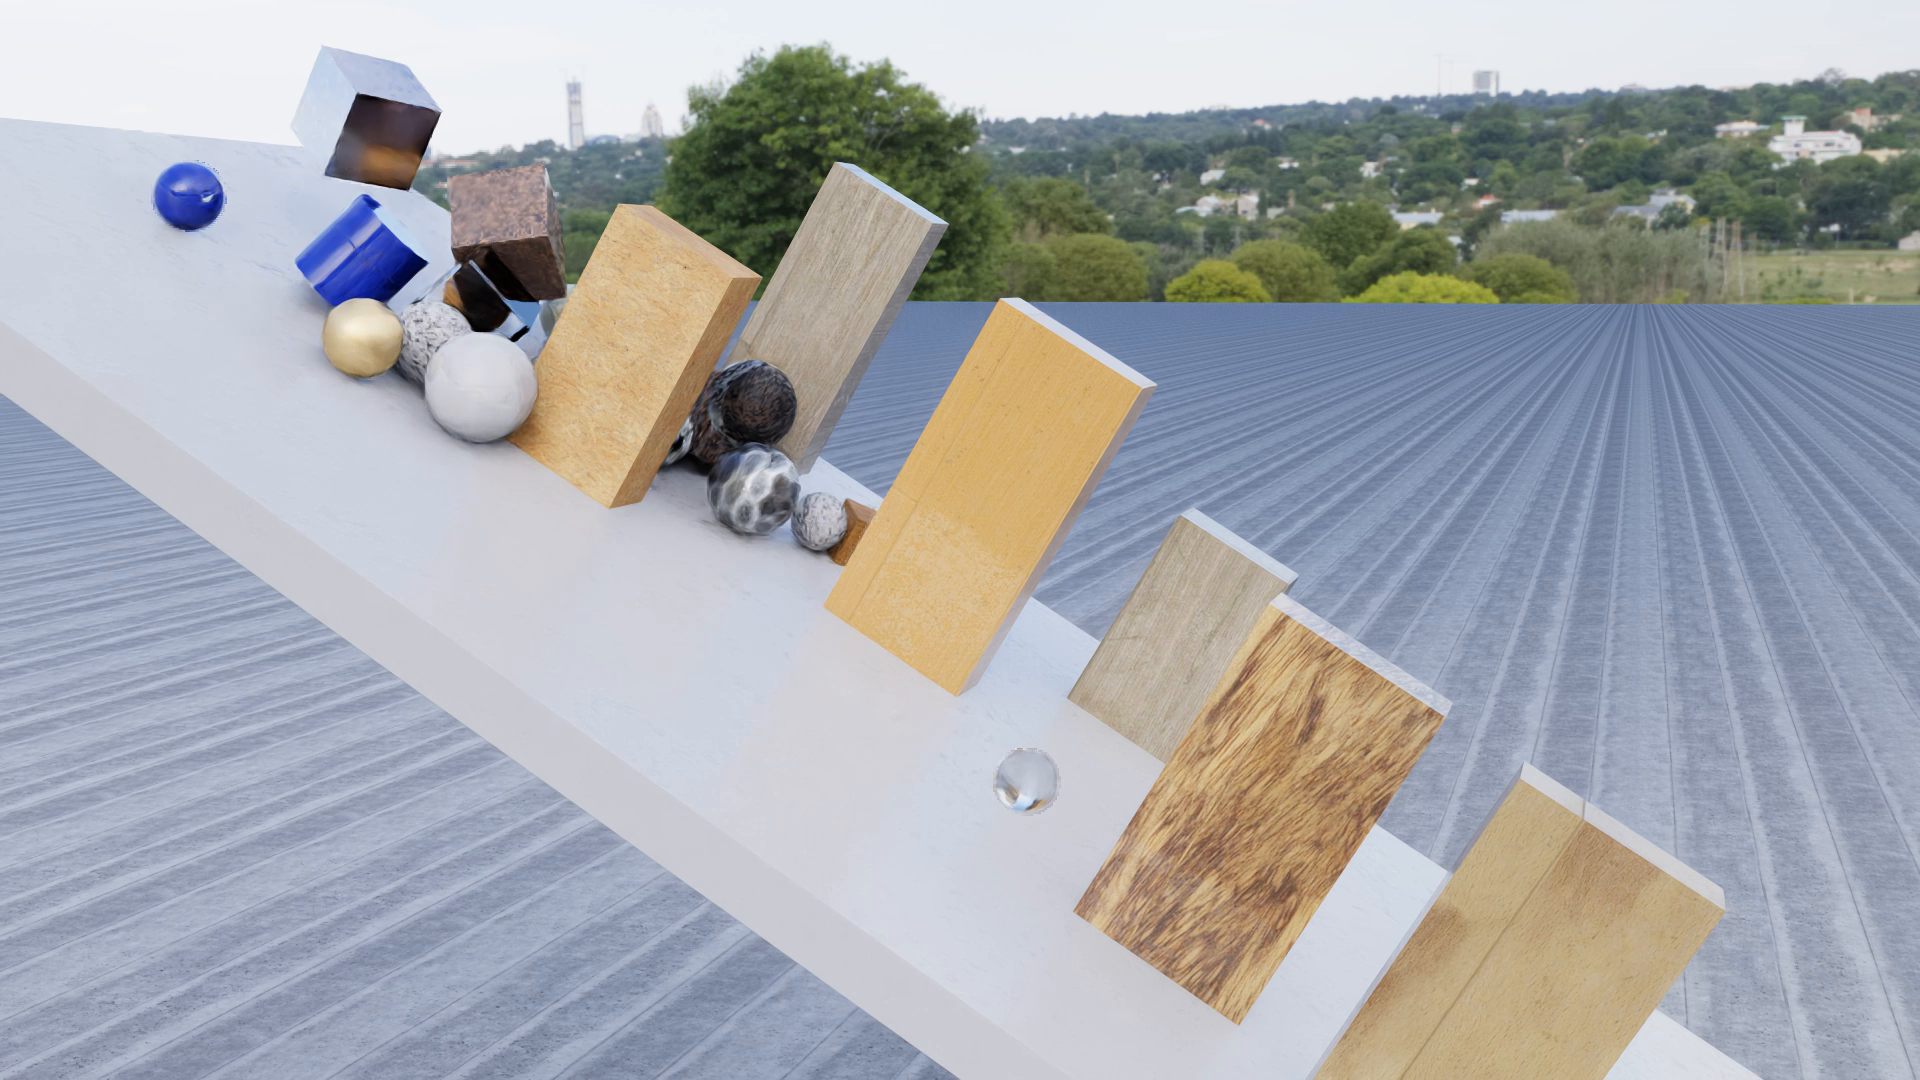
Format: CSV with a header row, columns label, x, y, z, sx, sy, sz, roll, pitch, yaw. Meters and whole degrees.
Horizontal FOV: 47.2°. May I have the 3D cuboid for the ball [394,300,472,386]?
label,x,y,z,sx,sy,sz,roll,pitch,yaw
ball,-0.993,-0.369,4.132,0.160,0.160,0.160,0,7,0

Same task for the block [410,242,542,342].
label,x,y,z,sx,sy,sz,roll,pitch,yaw
block,-0.953,-0.446,4.305,0.172,0.172,0.172,-36,18,11

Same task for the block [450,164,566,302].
label,x,y,z,sx,sy,sz,roll,pitch,yaw
block,-0.924,-0.620,4.501,0.194,0.194,0.194,-8,-33,-2

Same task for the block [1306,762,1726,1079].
label,x,y,z,sx,sy,sz,roll,pitch,yaw
block,0.734,0.673,3.060,0.312,0.660,0.112,33,15,11

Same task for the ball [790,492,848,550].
label,x,y,z,sx,sy,sz,roll,pitch,yaw
ball,-0.289,-0.038,4.496,0.118,0.118,0.118,0,7,0

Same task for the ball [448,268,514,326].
label,x,y,z,sx,sy,sz,roll,pitch,yaw
ball,-1.009,-0.523,4.643,0.143,0.143,0.143,0,7,0

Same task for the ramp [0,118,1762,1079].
label,x,y,z,sx,sy,sz,roll,pitch,yaw
ramp,-0.168,0.277,4.120,4.000,0.100,2.000,33,15,11

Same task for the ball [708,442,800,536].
label,x,y,z,sx,sy,sz,roll,pitch,yaw
ball,-0.407,-0.101,4.343,0.183,0.183,0.183,0,7,0

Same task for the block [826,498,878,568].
label,x,y,z,sx,sy,sz,roll,pitch,yaw
block,-0.203,-0.002,4.563,0.107,0.107,0.107,23,16,-26

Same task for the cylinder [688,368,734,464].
label,x,y,z,sx,sy,sz,roll,pitch,yaw
cylinder,-0.513,-0.258,4.600,0.176,0.176,0.176,27,2,-1

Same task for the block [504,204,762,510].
label,x,y,z,sx,sy,sz,roll,pitch,yaw
block,-0.617,-0.343,4.110,0.261,0.498,0.141,33,15,11

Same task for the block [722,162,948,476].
label,x,y,z,sx,sy,sz,roll,pitch,yaw
block,-0.307,-0.486,4.885,0.259,0.650,0.119,33,15,11

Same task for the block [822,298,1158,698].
label,x,y,z,sx,sy,sz,roll,pitch,yaw
block,0.053,-0.081,4.173,0.315,0.688,0.134,33,15,11

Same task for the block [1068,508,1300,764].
label,x,y,z,sx,sy,sz,roll,pitch,yaw
block,0.456,0.199,4.502,0.259,0.451,0.141,33,15,11

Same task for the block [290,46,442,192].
label,x,y,z,sx,sy,sz,roll,pitch,yaw
block,-1.254,-0.888,4.639,0.199,0.199,0.199,4,35,-44

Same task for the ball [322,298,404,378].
label,x,y,z,sx,sy,sz,roll,pitch,yaw
ball,-1.081,-0.366,3.982,0.144,0.144,0.144,0,7,0

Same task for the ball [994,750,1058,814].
label,x,y,z,sx,sy,sz,roll,pitch,yaw
ball,0.115,0.417,3.793,0.109,0.109,0.109,0,7,0

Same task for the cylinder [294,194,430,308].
label,x,y,z,sx,sy,sz,roll,pitch,yaw
cylinder,-1.153,-0.542,4.248,0.180,0.180,0.180,-43,7,3

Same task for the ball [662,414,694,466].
label,x,y,z,sx,sy,sz,roll,pitch,yaw
ball,-0.604,-0.217,4.437,0.135,0.135,0.135,0,7,0

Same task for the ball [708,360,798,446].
label,x,y,z,sx,sy,sz,roll,pitch,yaw
ball,-0.416,-0.271,4.409,0.181,0.181,0.181,0,7,0

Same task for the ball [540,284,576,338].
label,x,y,z,sx,sy,sz,roll,pitch,yaw
ball,-0.855,-0.492,4.844,0.142,0.142,0.142,0,7,0

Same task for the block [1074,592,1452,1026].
label,x,y,z,sx,sy,sz,roll,pitch,yaw
block,0.477,0.426,3.493,0.317,0.601,0.124,33,15,11

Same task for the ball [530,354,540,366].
label,x,y,z,sx,sy,sz,roll,pitch,yaw
ball,-0.803,-0.301,4.326,0.135,0.135,0.135,0,7,0

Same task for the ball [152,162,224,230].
label,x,y,z,sx,sy,sz,roll,pitch,yaw
ball,-1.476,-0.659,4.211,0.130,0.130,0.130,0,7,0

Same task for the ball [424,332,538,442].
label,x,y,z,sx,sy,sz,roll,pitch,yaw
ball,-0.870,-0.279,3.993,0.201,0.201,0.201,0,7,0
